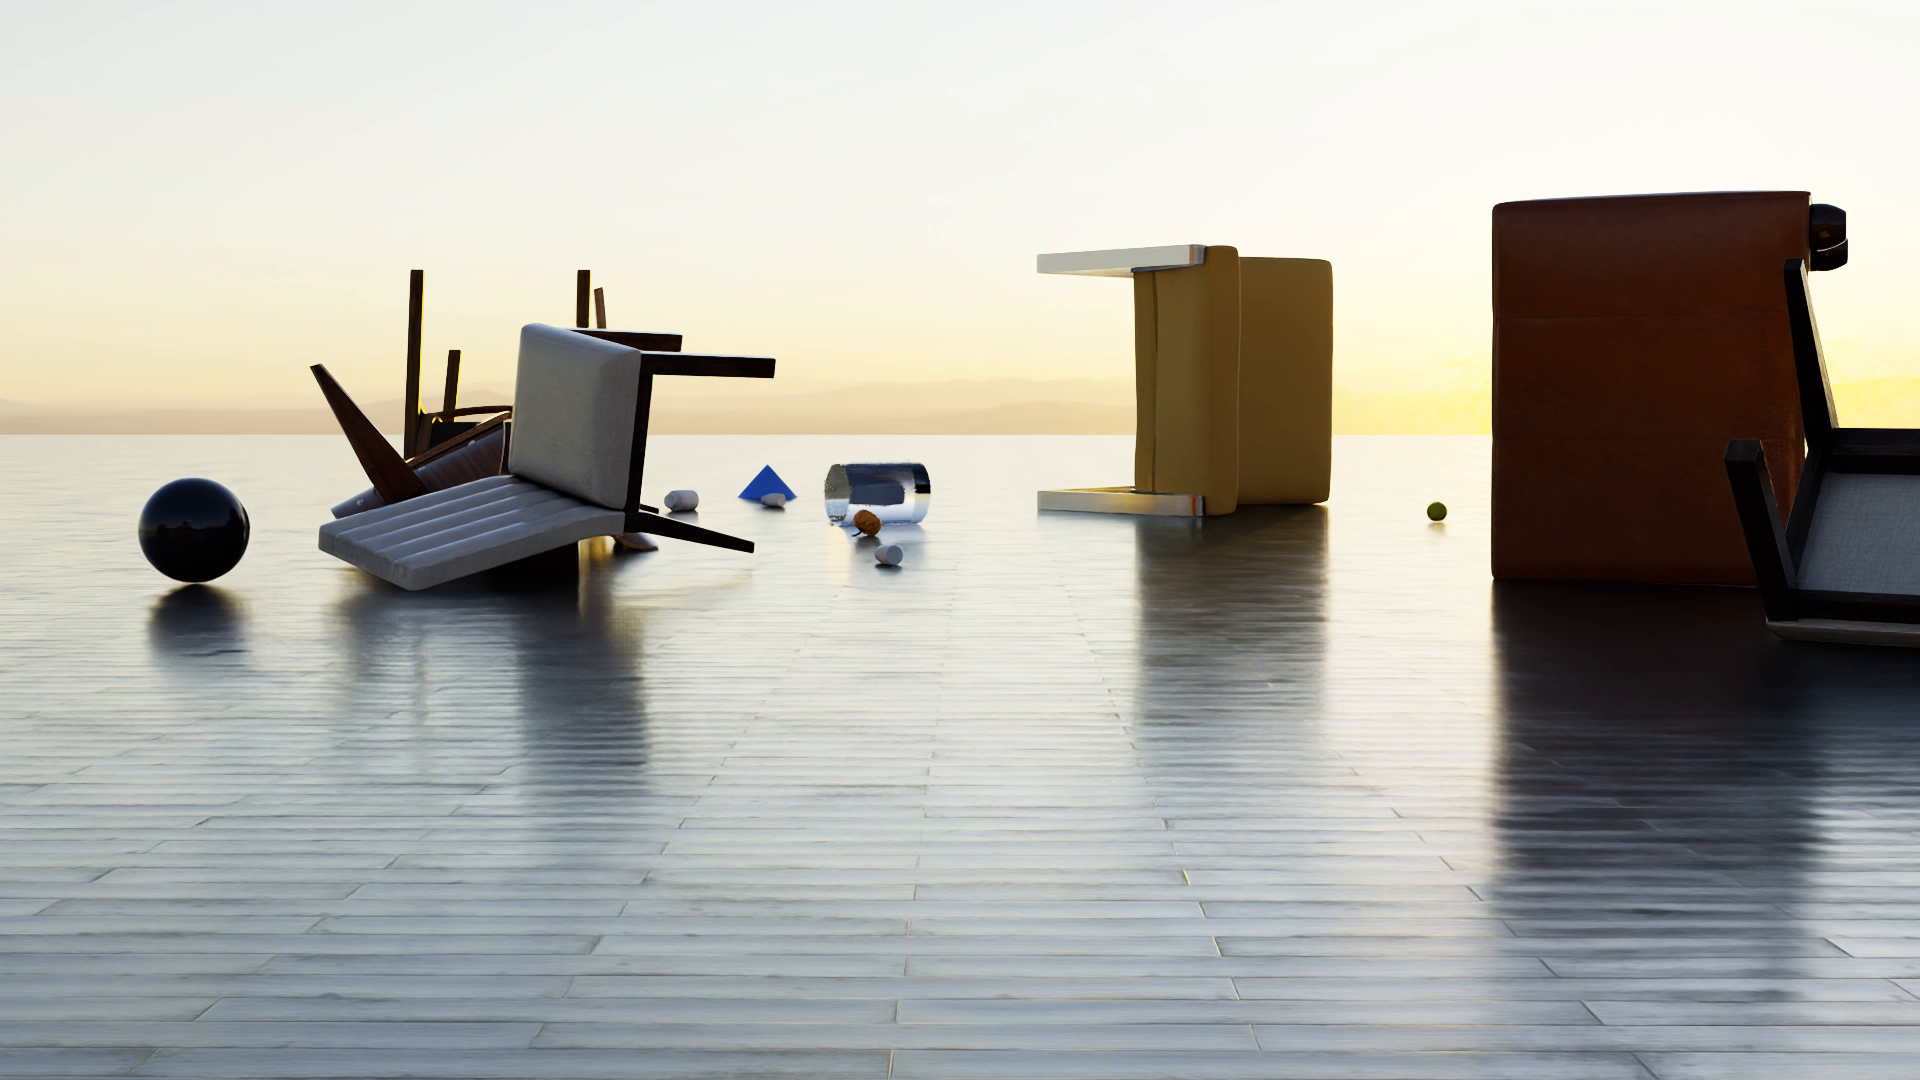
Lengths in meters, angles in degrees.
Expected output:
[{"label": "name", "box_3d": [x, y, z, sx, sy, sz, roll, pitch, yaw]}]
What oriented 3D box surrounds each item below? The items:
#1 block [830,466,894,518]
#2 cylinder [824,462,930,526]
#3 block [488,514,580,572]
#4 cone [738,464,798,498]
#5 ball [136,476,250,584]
[{"label": "block", "box_3d": [-0.346, -0.171, 7.795, 0.195, 0.170, 0.121, 3, 5, 34]}, {"label": "cylinder", "box_3d": [-0.273, -0.153, 7.267, 0.297, 0.210, 0.188, -2, 26, -29]}, {"label": "block", "box_3d": [-1.059, 0.006, 5.476, 0.218, 0.135, 0.143, -1, 4, -8]}, {"label": "cone", "box_3d": [-0.798, -0.247, 9.123, 0.257, 0.140, 0.193, 1, 4, 8]}, {"label": "ball", "box_3d": [-1.768, -0.023, 5.076, 0.248, 0.248, 0.248, 0, 4, 0]}]
